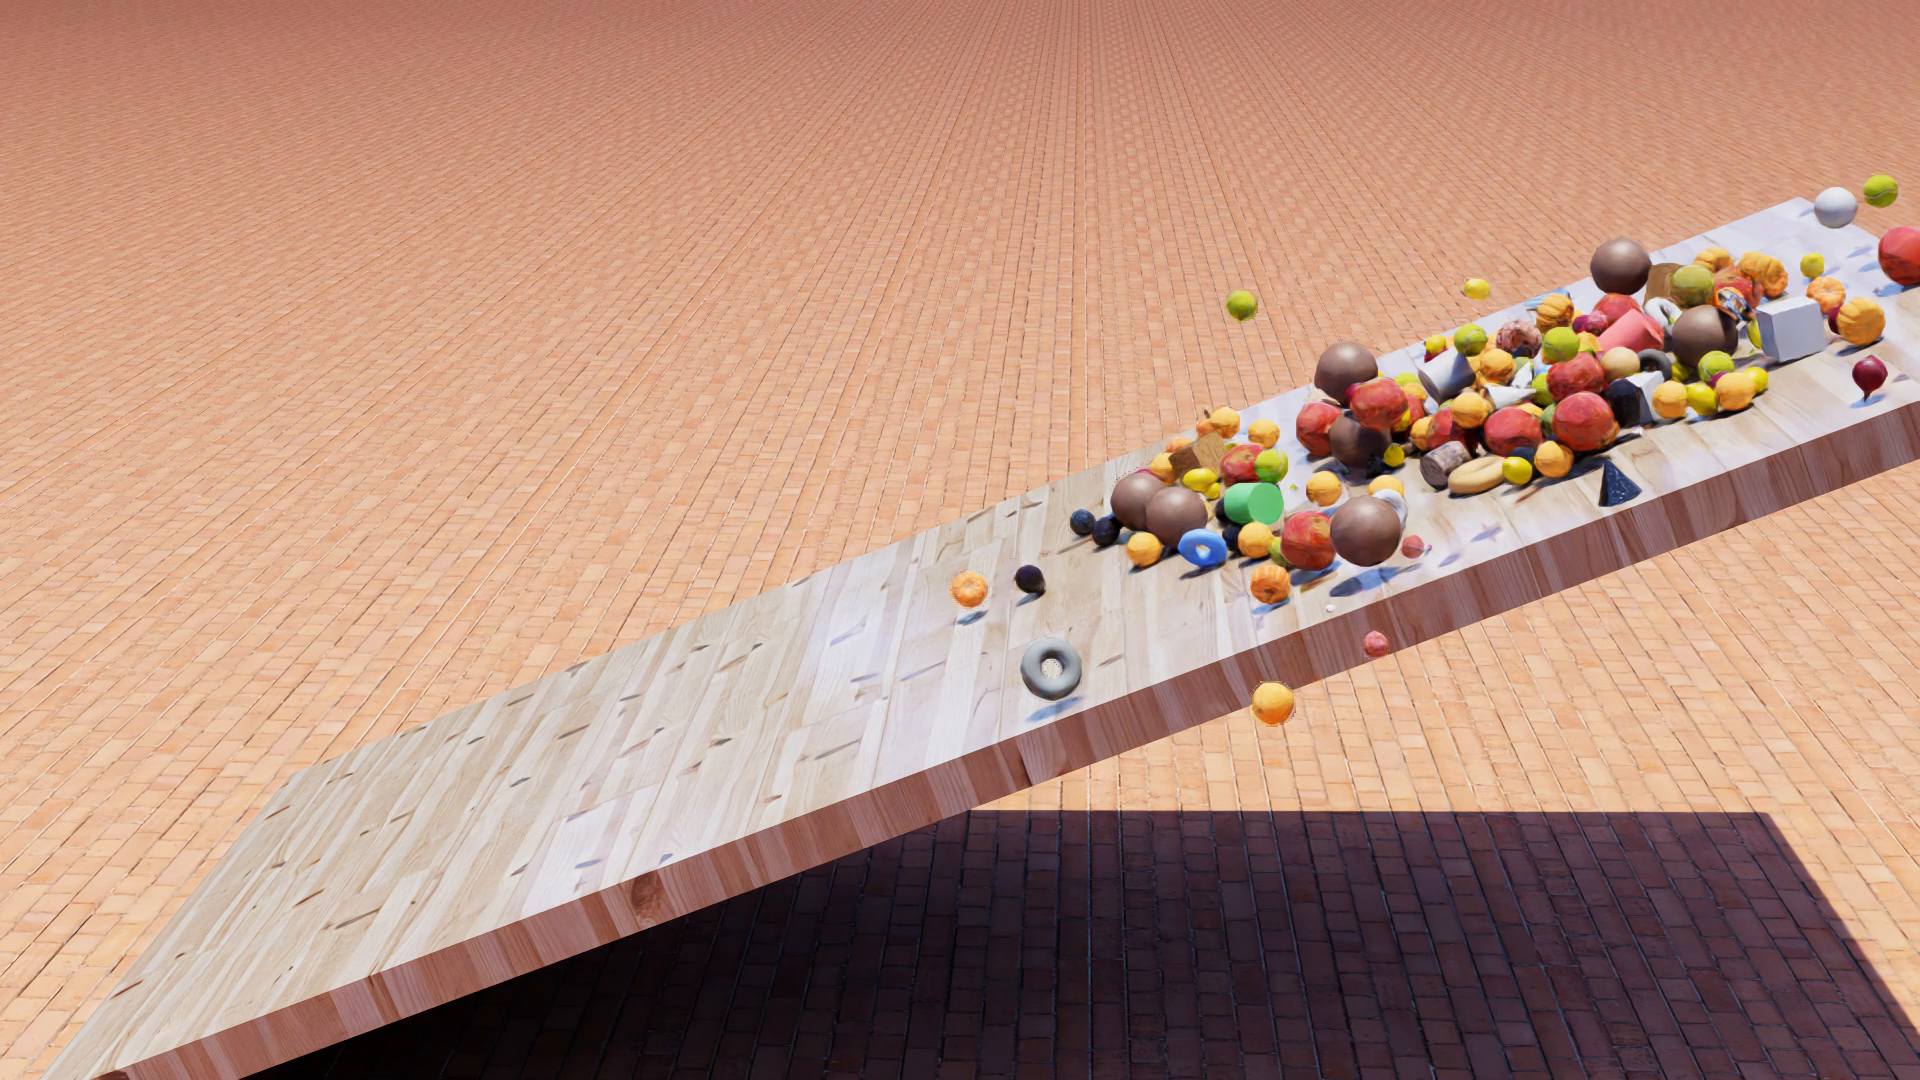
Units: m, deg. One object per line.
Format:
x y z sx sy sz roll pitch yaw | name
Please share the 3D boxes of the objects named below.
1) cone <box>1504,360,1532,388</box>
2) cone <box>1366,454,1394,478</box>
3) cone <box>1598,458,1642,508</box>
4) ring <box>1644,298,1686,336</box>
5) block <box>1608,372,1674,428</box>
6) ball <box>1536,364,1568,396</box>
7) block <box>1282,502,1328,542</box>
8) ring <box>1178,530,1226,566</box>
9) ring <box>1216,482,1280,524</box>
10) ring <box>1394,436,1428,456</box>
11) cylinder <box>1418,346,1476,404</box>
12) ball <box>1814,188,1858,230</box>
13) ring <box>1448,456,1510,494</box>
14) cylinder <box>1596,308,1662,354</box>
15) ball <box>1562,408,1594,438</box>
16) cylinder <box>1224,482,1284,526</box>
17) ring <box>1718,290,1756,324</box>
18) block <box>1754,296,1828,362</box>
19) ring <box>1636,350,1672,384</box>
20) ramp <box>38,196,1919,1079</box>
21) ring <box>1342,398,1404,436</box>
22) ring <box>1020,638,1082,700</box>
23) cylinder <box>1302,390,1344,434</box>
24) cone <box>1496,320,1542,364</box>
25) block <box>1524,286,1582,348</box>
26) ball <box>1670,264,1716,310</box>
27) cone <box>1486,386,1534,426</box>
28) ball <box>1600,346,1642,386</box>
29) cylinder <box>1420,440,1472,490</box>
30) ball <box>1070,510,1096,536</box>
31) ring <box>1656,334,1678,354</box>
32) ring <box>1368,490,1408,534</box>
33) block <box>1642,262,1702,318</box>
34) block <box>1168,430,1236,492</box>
1.167 -0.336 6.090 0.078 0.078 0.078 19 -12 4 | cone
0.868 -0.148 6.052 0.053 0.053 0.053 10 16 15 | cone
1.161 -0.112 5.230 0.081 0.081 0.081 -21 12 5 | cone
1.463 -0.462 6.101 0.098 0.033 0.098 19 43 -18 | ring
1.311 -0.271 5.663 0.077 0.077 0.077 -9 18 47 | block
1.230 -0.334 6.113 0.065 0.065 0.065 0 14 0 | ball
0.682 -0.036 5.817 0.054 0.054 0.054 -18 12 39 | block
0.484 0.016 5.870 0.097 0.097 0.032 3 49 13 | ring
0.604 -0.079 6.168 0.147 0.049 0.147 -23 12 5 | ring
0.942 -0.197 6.131 0.075 0.025 0.075 -21 12 5 | ring
1.022 -0.347 6.181 0.087 0.087 0.087 -32 19 -5 | cylinder
1.781 -0.675 5.982 0.085 0.085 0.085 0 14 0 | ball
1.002 -0.125 5.670 0.125 0.042 0.125 -21 13 5 | ring
1.346 -0.401 5.912 0.093 0.093 0.093 -42 1 19 | cylinder
1.202 -0.228 5.715 0.059 0.059 0.059 0 14 0 | ball
0.586 -0.072 5.871 0.086 0.086 0.086 -8 5 -29 | cylinder
1.521 -0.457 5.755 0.087 0.029 0.087 39 6 -5 | ring
1.601 -0.407 5.665 0.095 0.095 0.095 -15 12 -1 | block
1.366 -0.335 5.822 0.087 0.087 0.029 7 9 25 | ring
0.124 0.173 6.291 4.000 0.100 2.000 -21 12 7 | ramp
0.907 -0.272 6.469 0.146 0.049 0.146 -22 11 4 | ring
0.167 0.234 5.343 0.115 0.115 0.038 -3 -6 -12 | ring
0.813 -0.287 6.588 0.082 0.082 0.082 0 19 0 | cylinder
1.200 -0.442 6.321 0.099 0.099 0.099 3 -13 12 | cone
1.328 -0.499 6.587 0.095 0.095 0.095 -21 12 9 | block
1.458 -0.503 5.851 0.091 0.091 0.091 0 14 0 | ball
1.110 -0.284 5.881 0.090 0.090 0.090 -22 13 6 | cone
1.301 -0.340 5.799 0.081 0.081 0.081 0 14 0 | ball
0.954 -0.148 5.780 0.073 0.073 0.073 -28 25 -24 | cylinder
0.274 -0.039 6.561 0.060 0.060 0.060 0 14 0 | ball
1.452 -0.406 6.118 0.087 0.029 0.087 -22 13 5 | ring
0.811 -0.054 5.585 0.086 0.086 0.029 -7 0 -26 | ring
1.522 -0.531 6.254 0.096 0.096 0.096 11 -1 -9 | block
0.539 -0.176 6.572 0.090 0.090 0.090 -31 4 -36 | block
